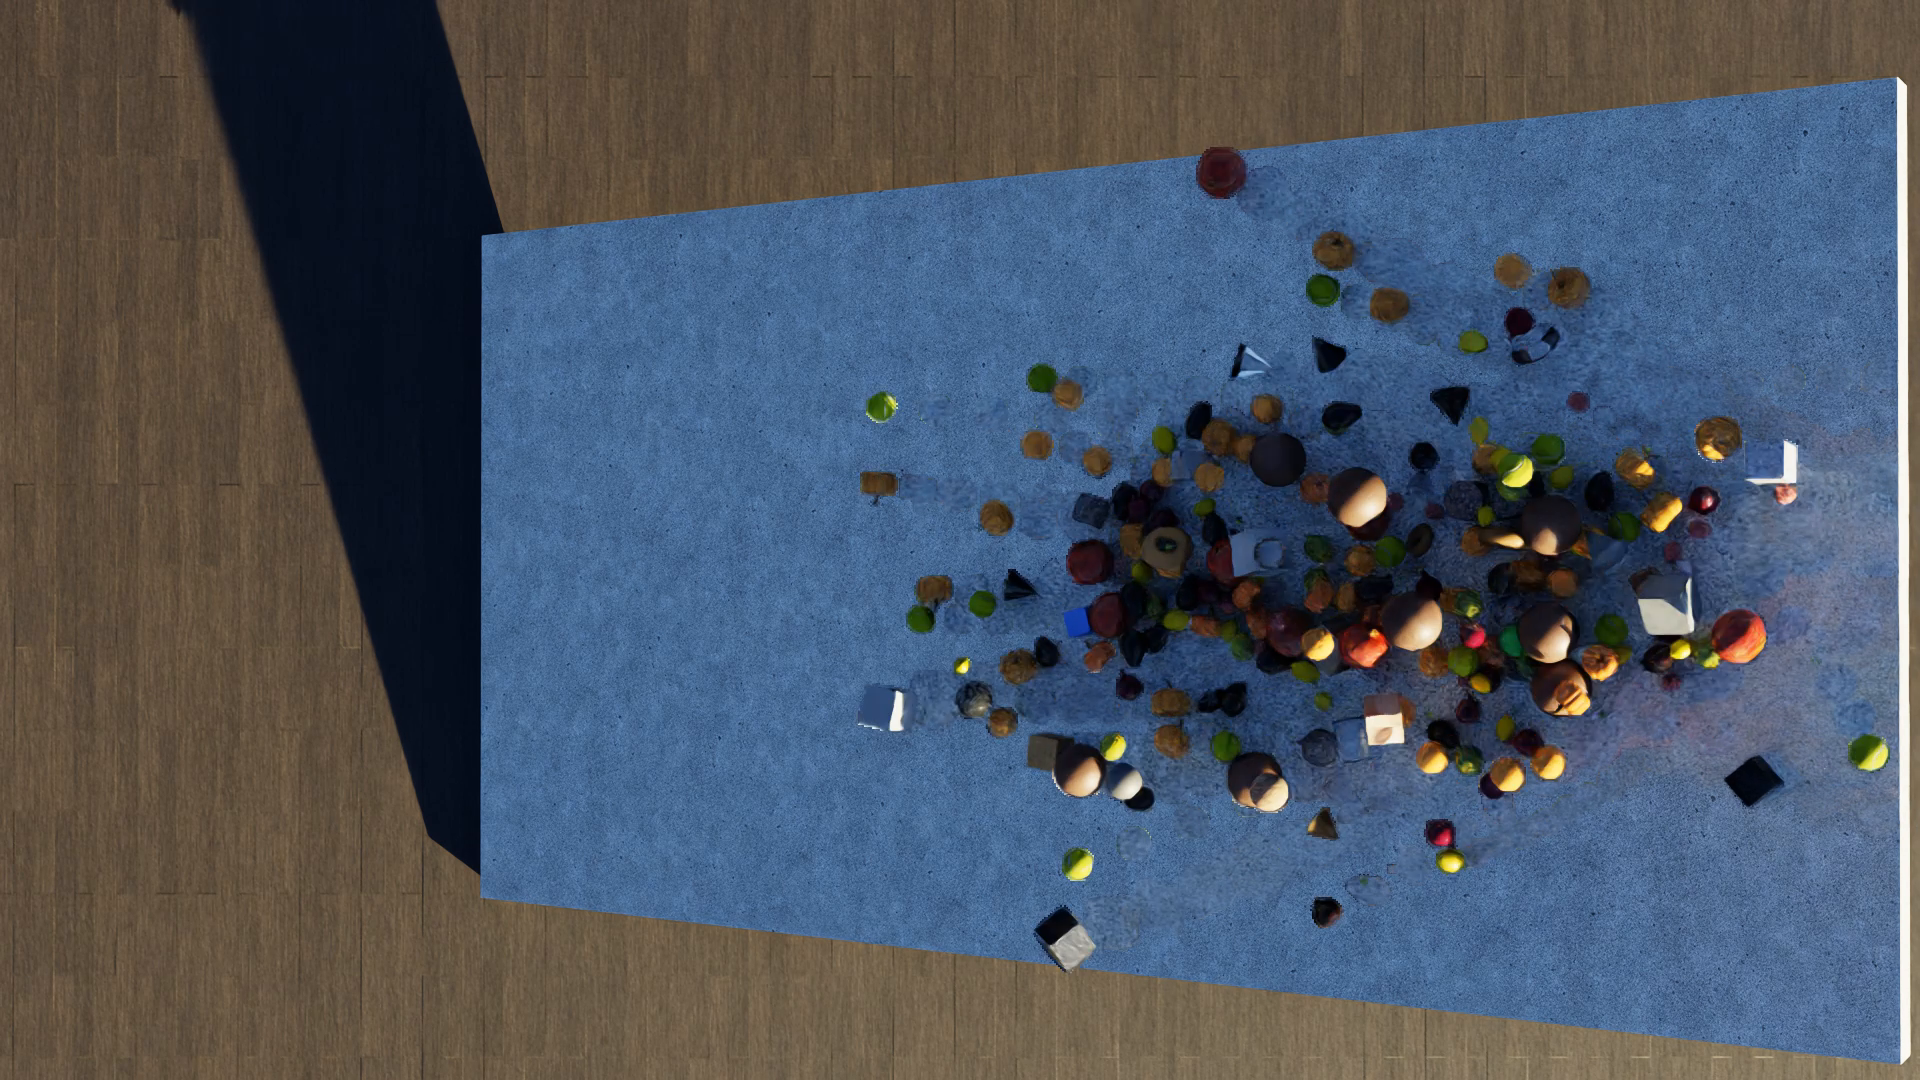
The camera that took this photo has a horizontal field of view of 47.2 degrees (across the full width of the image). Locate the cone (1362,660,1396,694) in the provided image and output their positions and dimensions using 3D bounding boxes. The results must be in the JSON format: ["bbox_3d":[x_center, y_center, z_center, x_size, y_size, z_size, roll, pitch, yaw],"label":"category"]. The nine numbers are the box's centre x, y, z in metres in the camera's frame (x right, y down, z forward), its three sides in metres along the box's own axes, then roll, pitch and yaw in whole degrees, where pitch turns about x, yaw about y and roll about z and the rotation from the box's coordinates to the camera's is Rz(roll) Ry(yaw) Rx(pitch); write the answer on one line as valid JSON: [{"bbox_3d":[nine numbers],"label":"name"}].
[{"bbox_3d":[0.958,0.329,5.034,0.077,0.077,0.077,-5,120,0],"label":"cone"}]

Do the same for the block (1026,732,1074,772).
[{"bbox_3d":[0.226,0.530,5.497,0.080,0.080,0.080,8,94,33],"label":"block"}]

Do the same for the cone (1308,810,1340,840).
[{"bbox_3d":[0.854,0.672,5.092,0.068,0.068,0.068,39,90,25],"label":"cone"}]

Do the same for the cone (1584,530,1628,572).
[{"bbox_3d":[1.356,0.007,4.676,0.087,0.087,0.087,-35,54,0],"label":"cone"}]

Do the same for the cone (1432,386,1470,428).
[{"bbox_3d":[1.109,-0.291,4.937,0.083,0.083,0.083,-15,110,0],"label":"cone"}]

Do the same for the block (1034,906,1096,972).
[{"bbox_3d":[0.252,0.954,5.259,0.090,0.090,0.090,-38,117,-10],"label":"block"}]

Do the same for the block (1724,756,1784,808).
[{"bbox_3d":[1.650,0.501,4.571,0.073,0.073,0.073,-47,66,24],"label":"block"}]

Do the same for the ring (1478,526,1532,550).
[{"bbox_3d":[1.189,-0.003,4.803,0.117,0.117,0.039,9,88,0],"label":"ring"}]

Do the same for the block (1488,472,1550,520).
[{"bbox_3d":[1.228,-0.097,4.838,0.088,0.088,0.088,-16,81,37],"label":"block"}]

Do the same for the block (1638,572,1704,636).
[{"bbox_3d":[1.481,0.134,4.585,0.091,0.091,0.091,-6,119,38],"label":"block"}]

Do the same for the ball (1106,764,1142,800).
[{"bbox_3d":[0.385,0.569,5.179,0.086,0.086,0.086,0,90,0],"label":"ball"}]

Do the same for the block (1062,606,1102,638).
[{"bbox_3d":[0.305,0.203,5.458,0.064,0.064,0.064,-19,79,32],"label":"block"}]

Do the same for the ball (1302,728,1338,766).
[{"bbox_3d":[0.835,0.481,5.095,0.088,0.088,0.088,0,90,0],"label":"ball"}]

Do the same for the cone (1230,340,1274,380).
[{"bbox_3d":[0.701,-0.416,5.217,0.096,0.096,0.096,15,90,5],"label":"cone"}]

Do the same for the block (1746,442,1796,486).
[{"bbox_3d":[1.669,-0.158,4.523,0.076,0.076,0.076,-2,81,40],"label":"block"}]

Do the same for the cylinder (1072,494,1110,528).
[{"bbox_3d":[0.322,-0.072,5.412,0.069,0.069,0.069,20,90,18],"label":"cylinder"}]

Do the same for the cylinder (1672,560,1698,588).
[{"bbox_3d":[1.534,0.076,4.655,0.051,0.051,0.051,2,69,0],"label":"cylinder"}]

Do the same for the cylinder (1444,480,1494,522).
[{"bbox_3d":[1.138,-0.087,4.901,0.090,0.090,0.090,0,89,33],"label":"cylinder"}]

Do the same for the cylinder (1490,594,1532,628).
[{"bbox_3d":[1.211,0.154,4.837,0.062,0.062,0.062,13,67,-35],"label":"cylinder"}]

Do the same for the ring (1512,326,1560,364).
[{"bbox_3d":[1.261,-0.427,4.820,0.113,0.113,0.038,-39,109,0],"label":"ring"}]

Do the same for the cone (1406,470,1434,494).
[{"bbox_3d":[1.056,-0.121,4.993,0.057,0.057,0.057,40,90,-1],"label":"cone"}]

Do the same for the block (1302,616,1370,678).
[{"bbox_3d":[0.864,0.244,5.065,0.090,0.090,0.090,46,126,25],"label":"block"}]

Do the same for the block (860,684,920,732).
[{"bbox_3d":[-0.183,0.437,5.710,0.100,0.100,0.100,11,88,35],"label":"block"}]

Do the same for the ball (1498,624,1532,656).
[{"bbox_3d":[1.216,0.220,4.817,0.070,0.070,0.070,0,90,0],"label":"ball"}]

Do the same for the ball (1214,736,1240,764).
[{"bbox_3d":[0.637,0.500,5.239,0.062,0.062,0.062,0,90,0],"label":"ball"}]

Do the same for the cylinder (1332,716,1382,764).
[{"bbox_3d":[0.909,0.456,5.032,0.096,0.096,0.096,-9,78,0],"label":"cylinder"}]

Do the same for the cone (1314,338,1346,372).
[{"bbox_3d":[0.839,-0.443,5.085,0.080,0.080,0.080,-45,117,0],"label":"cone"}]

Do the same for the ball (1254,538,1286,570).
[{"bbox_3d":[0.696,0.030,4.941,0.074,0.074,0.074,0,90,0],"label":"ball"}]

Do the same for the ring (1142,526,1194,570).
[{"bbox_3d":[0.498,0.019,5.274,0.125,0.042,0.125,-5,50,6],"label":"ring"}]

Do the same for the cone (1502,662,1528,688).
[{"bbox_3d":[1.221,0.300,4.859,0.057,0.057,0.057,1,92,26],"label":"cone"}]

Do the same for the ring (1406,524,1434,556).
[{"bbox_3d":[1.041,0.000,4.980,0.027,0.080,0.080,22,90,-20],"label":"ring"}]

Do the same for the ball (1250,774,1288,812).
[{"bbox_3d":[0.711,0.580,5.057,0.088,0.088,0.088,0,90,0],"label":"ball"}]

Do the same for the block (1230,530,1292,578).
[{"bbox_3d":[0.697,0.031,5.095,0.095,0.095,0.095,0,78,-29],"label":"block"}]

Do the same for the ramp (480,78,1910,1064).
[{"bbox_3d":[0.255,0.070,5.590,4.000,0.100,2.000,0,89,33],"label":"ramp"}]

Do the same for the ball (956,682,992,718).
[{"bbox_3d":[0.035,0.398,5.487,0.090,0.090,0.090,0,90,0],"label":"ball"}]

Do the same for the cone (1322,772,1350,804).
[{"bbox_3d":[0.854,0.575,5.090,0.072,0.072,0.072,-2,86,35],"label":"cone"}]

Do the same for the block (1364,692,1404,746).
[{"bbox_3d":[0.943,0.398,4.891,0.079,0.079,0.079,-6,120,12],"label":"block"}]

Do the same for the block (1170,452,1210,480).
[{"bbox_3d":[0.553,-0.178,5.282,0.066,0.066,0.066,2,90,-22],"label":"block"}]

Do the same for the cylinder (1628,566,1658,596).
[{"bbox_3d":[1.471,0.100,4.692,0.063,0.063,0.063,-22,64,0],"label":"cylinder"}]
